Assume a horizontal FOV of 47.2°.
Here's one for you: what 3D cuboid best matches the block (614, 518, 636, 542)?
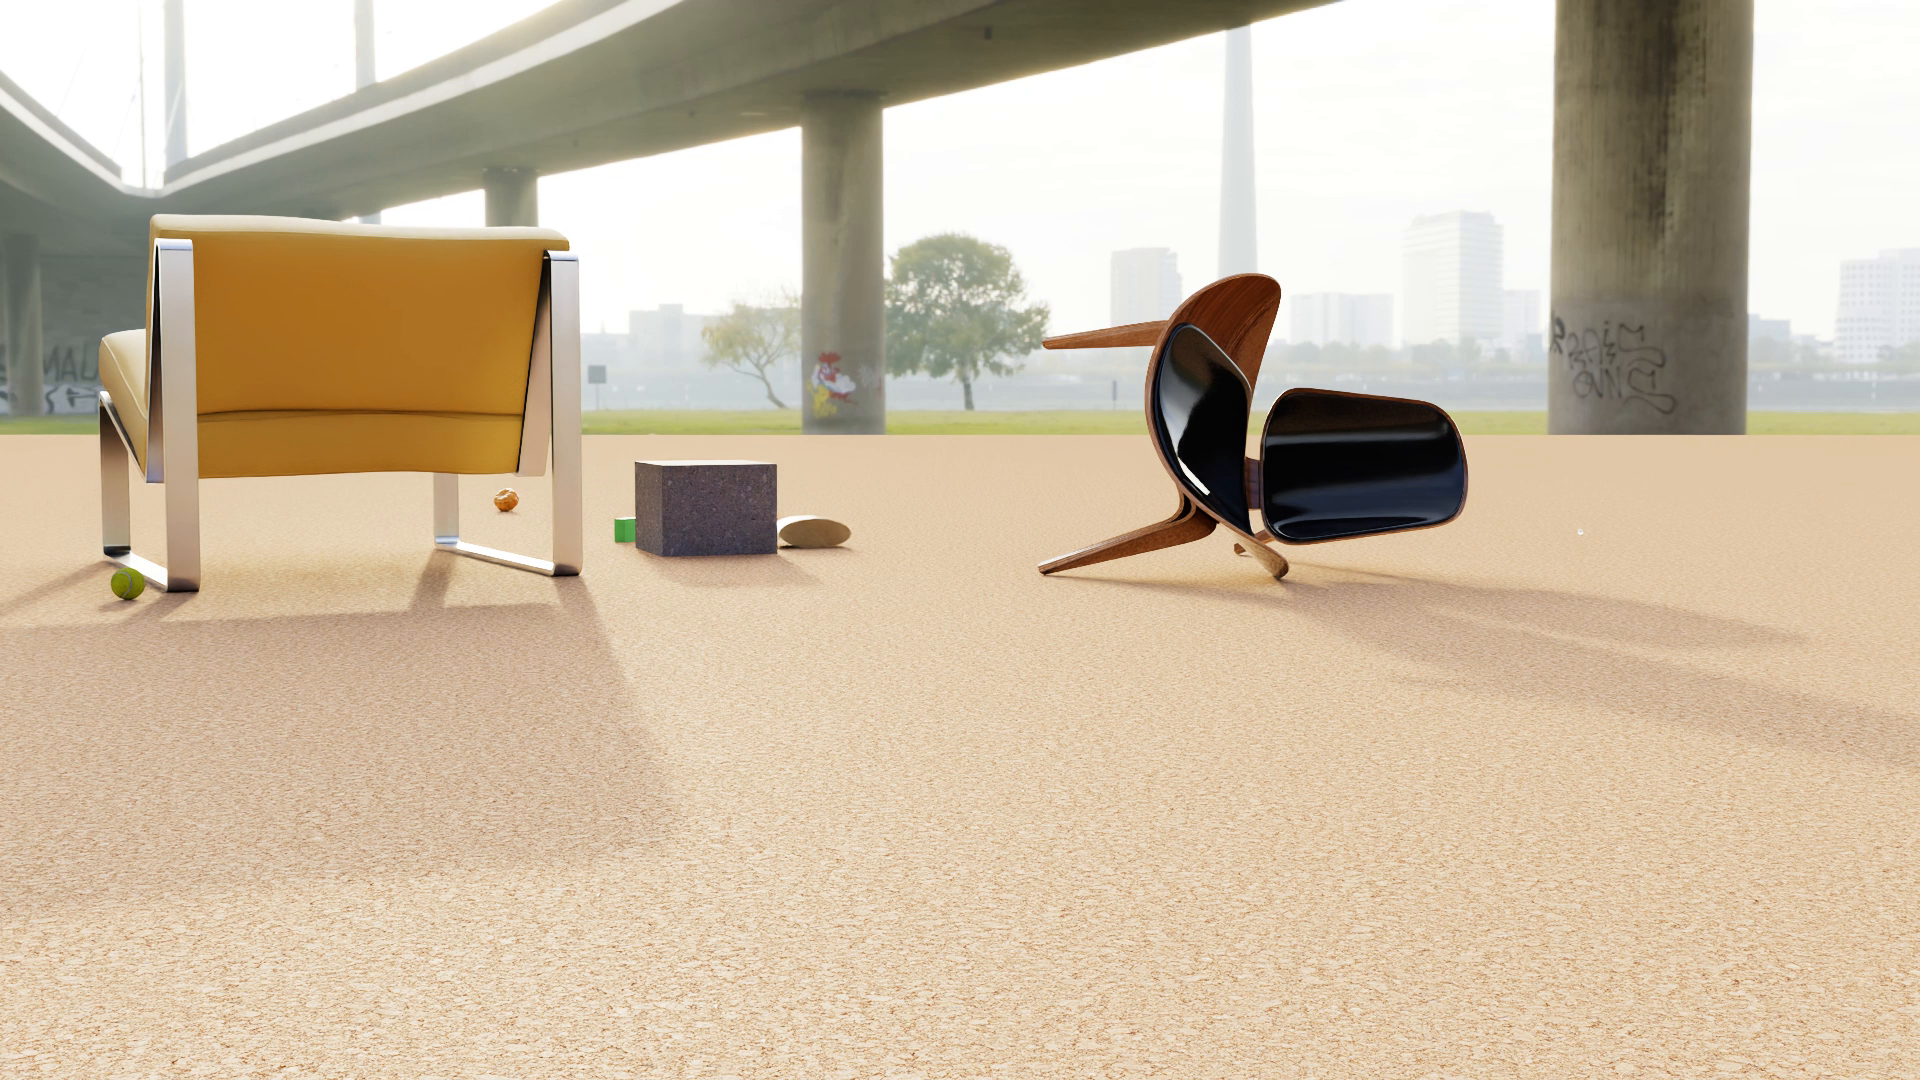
[{"bbox_3d":[-0.980,-0.030,6.489,0.039,0.068,0.077,2,5,30],"label":"block"}]

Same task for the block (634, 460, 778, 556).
[{"bbox_3d":[-0.708,-0.092,6.101,0.318,0.245,0.347,-1,4,-20],"label":"block"}]
